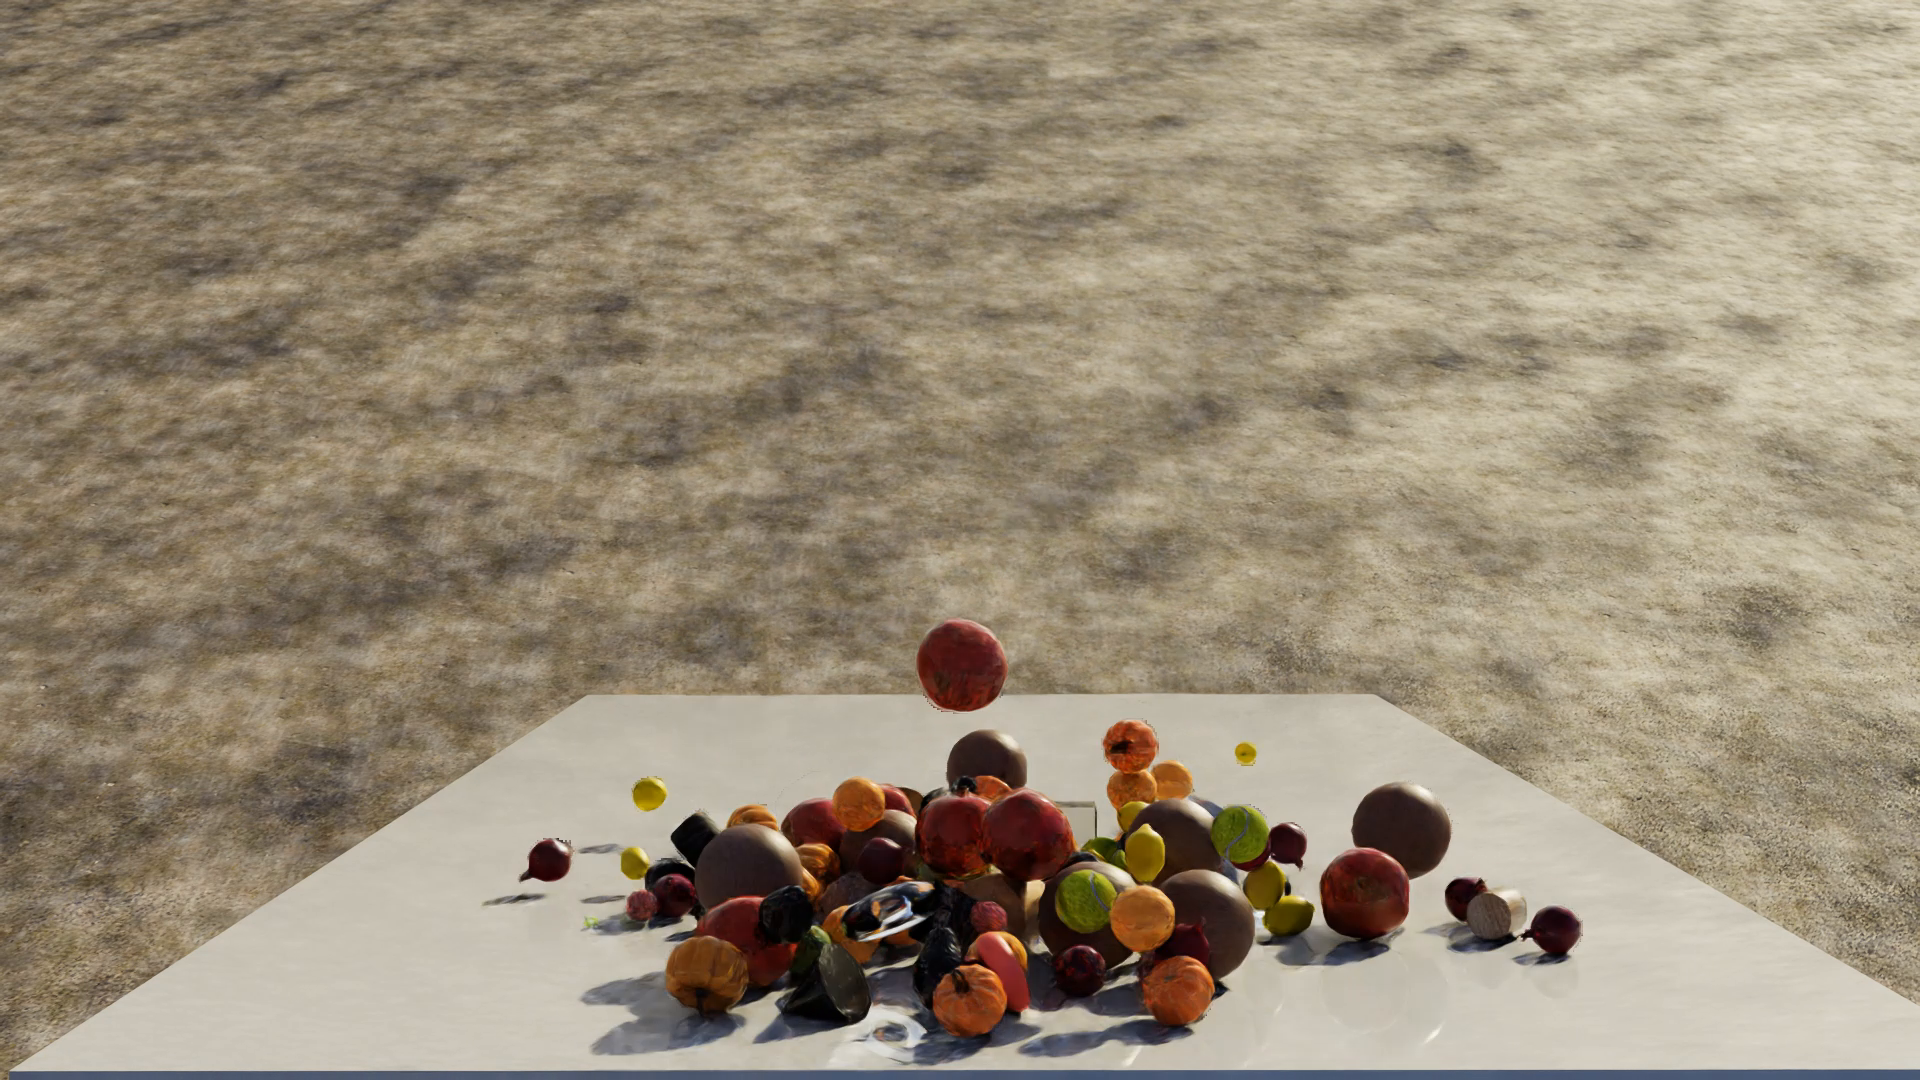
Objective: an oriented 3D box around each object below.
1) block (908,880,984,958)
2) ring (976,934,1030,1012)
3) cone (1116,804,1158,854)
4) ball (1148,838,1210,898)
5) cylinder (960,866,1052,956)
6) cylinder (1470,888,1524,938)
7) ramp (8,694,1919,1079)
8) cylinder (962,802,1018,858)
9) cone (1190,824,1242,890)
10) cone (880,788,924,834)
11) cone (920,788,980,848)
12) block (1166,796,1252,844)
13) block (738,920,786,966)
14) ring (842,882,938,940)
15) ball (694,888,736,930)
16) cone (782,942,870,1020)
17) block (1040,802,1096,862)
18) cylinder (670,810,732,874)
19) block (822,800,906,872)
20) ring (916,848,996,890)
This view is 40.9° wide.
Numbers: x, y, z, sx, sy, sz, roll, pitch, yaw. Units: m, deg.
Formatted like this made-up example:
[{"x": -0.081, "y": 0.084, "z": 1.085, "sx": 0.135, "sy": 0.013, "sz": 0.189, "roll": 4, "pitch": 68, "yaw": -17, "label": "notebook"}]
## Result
[{"x": -0.016, "y": 0.453, "z": 3.074, "sx": 0.065, "sy": 0.065, "sz": 0.065, "roll": 26, "pitch": -17, "yaw": 0, "label": "block"}, {"x": 0.047, "y": 0.471, "z": 2.810, "sx": 0.031, "sy": 0.093, "sz": 0.093, "roll": -25, "pitch": 30, "yaw": -10, "label": "ring"}, {"x": 0.252, "y": 0.398, "z": 3.590, "sx": 0.065, "sy": 0.065, "sz": 0.065, "roll": 6, "pitch": 7, "yaw": -1, "label": "cone"}, {"x": 0.300, "y": 0.450, "z": 3.538, "sx": 0.084, "sy": 0.084, "sz": 0.084, "roll": 0, "pitch": 25, "yaw": 0, "label": "ball"}, {"x": 0.050, "y": 0.456, "z": 3.157, "sx": 0.098, "sy": 0.098, "sz": 0.098, "roll": 10, "pitch": 5, "yaw": 20, "label": "cylinder"}, {"x": 0.677, "y": 0.471, "z": 3.251, "sx": 0.060, "sy": 0.060, "sz": 0.060, "roll": 9, "pitch": -8, "yaw": 19, "label": "cylinder"}, {"x": 0.056, "y": 0.509, "z": 4.551, "sx": 2.000, "sy": 0.100, "sz": 4.000, "roll": 0, "pitch": 2, "yaw": 0, "label": "ramp"}, {"x": 0.046, "y": 0.437, "z": 3.892, "sx": 0.083, "sy": 0.083, "sz": 0.083, "roll": 0, "pitch": 25, "yaw": 2, "label": "cylinder"}, {"x": 0.374, "y": 0.467, "z": 3.638, "sx": 0.094, "sy": 0.094, "sz": 0.094, "roll": -8, "pitch": 31, "yaw": -17, "label": "cone"}, {"x": -0.093, "y": 0.454, "z": 4.143, "sx": 0.080, "sy": 0.080, "sz": 0.080, "roll": -1, "pitch": 31, "yaw": -2, "label": "cone"}, {"x": 0.003, "y": 0.375, "z": 3.542, "sx": 0.084, "sy": 0.084, "sz": 0.084, "roll": -22, "pitch": -2, "yaw": -40, "label": "cone"}, {"x": 0.365, "y": 0.431, "z": 3.785, "sx": 0.076, "sy": 0.076, "sz": 0.076, "roll": 33, "pitch": -8, "yaw": -16, "label": "block"}, {"x": -0.237, "y": 0.492, "z": 3.093, "sx": 0.050, "sy": 0.050, "sz": 0.050, "roll": 9, "pitch": 15, "yaw": -7, "label": "block"}, {"x": -0.081, "y": 0.431, "z": 2.992, "sx": 0.119, "sy": 0.119, "sz": 0.040, "roll": -13, "pitch": 71, "yaw": -26, "label": "ring"}, {"x": -0.314, "y": 0.473, "z": 3.299, "sx": 0.055, "sy": 0.055, "sz": 0.055, "roll": 0, "pitch": 25, "yaw": 0, "label": "ball"}, {"x": -0.160, "y": 0.496, "z": 2.796, "sx": 0.090, "sy": 0.090, "sz": 0.090, "roll": -29, "pitch": 15, "yaw": 22, "label": "cone"}, {"x": 0.163, "y": 0.440, "z": 3.885, "sx": 0.082, "sy": 0.082, "sz": 0.082, "roll": 0, "pitch": 2, "yaw": 1, "label": "block"}, {"x": -0.349, "y": 0.407, "z": 3.476, "sx": 0.060, "sy": 0.060, "sz": 0.060, "roll": 47, "pitch": 43, "yaw": 14, "label": "cylinder"}, {"x": -0.141, "y": 0.438, "z": 3.808, "sx": 0.091, "sy": 0.091, "sz": 0.091, "roll": -1, "pitch": 2, "yaw": -30, "label": "block"}, {"x": 0.007, "y": 0.451, "z": 3.354, "sx": 0.140, "sy": 0.047, "sz": 0.140, "roll": 23, "pitch": 18, "yaw": -8, "label": "ring"}]
